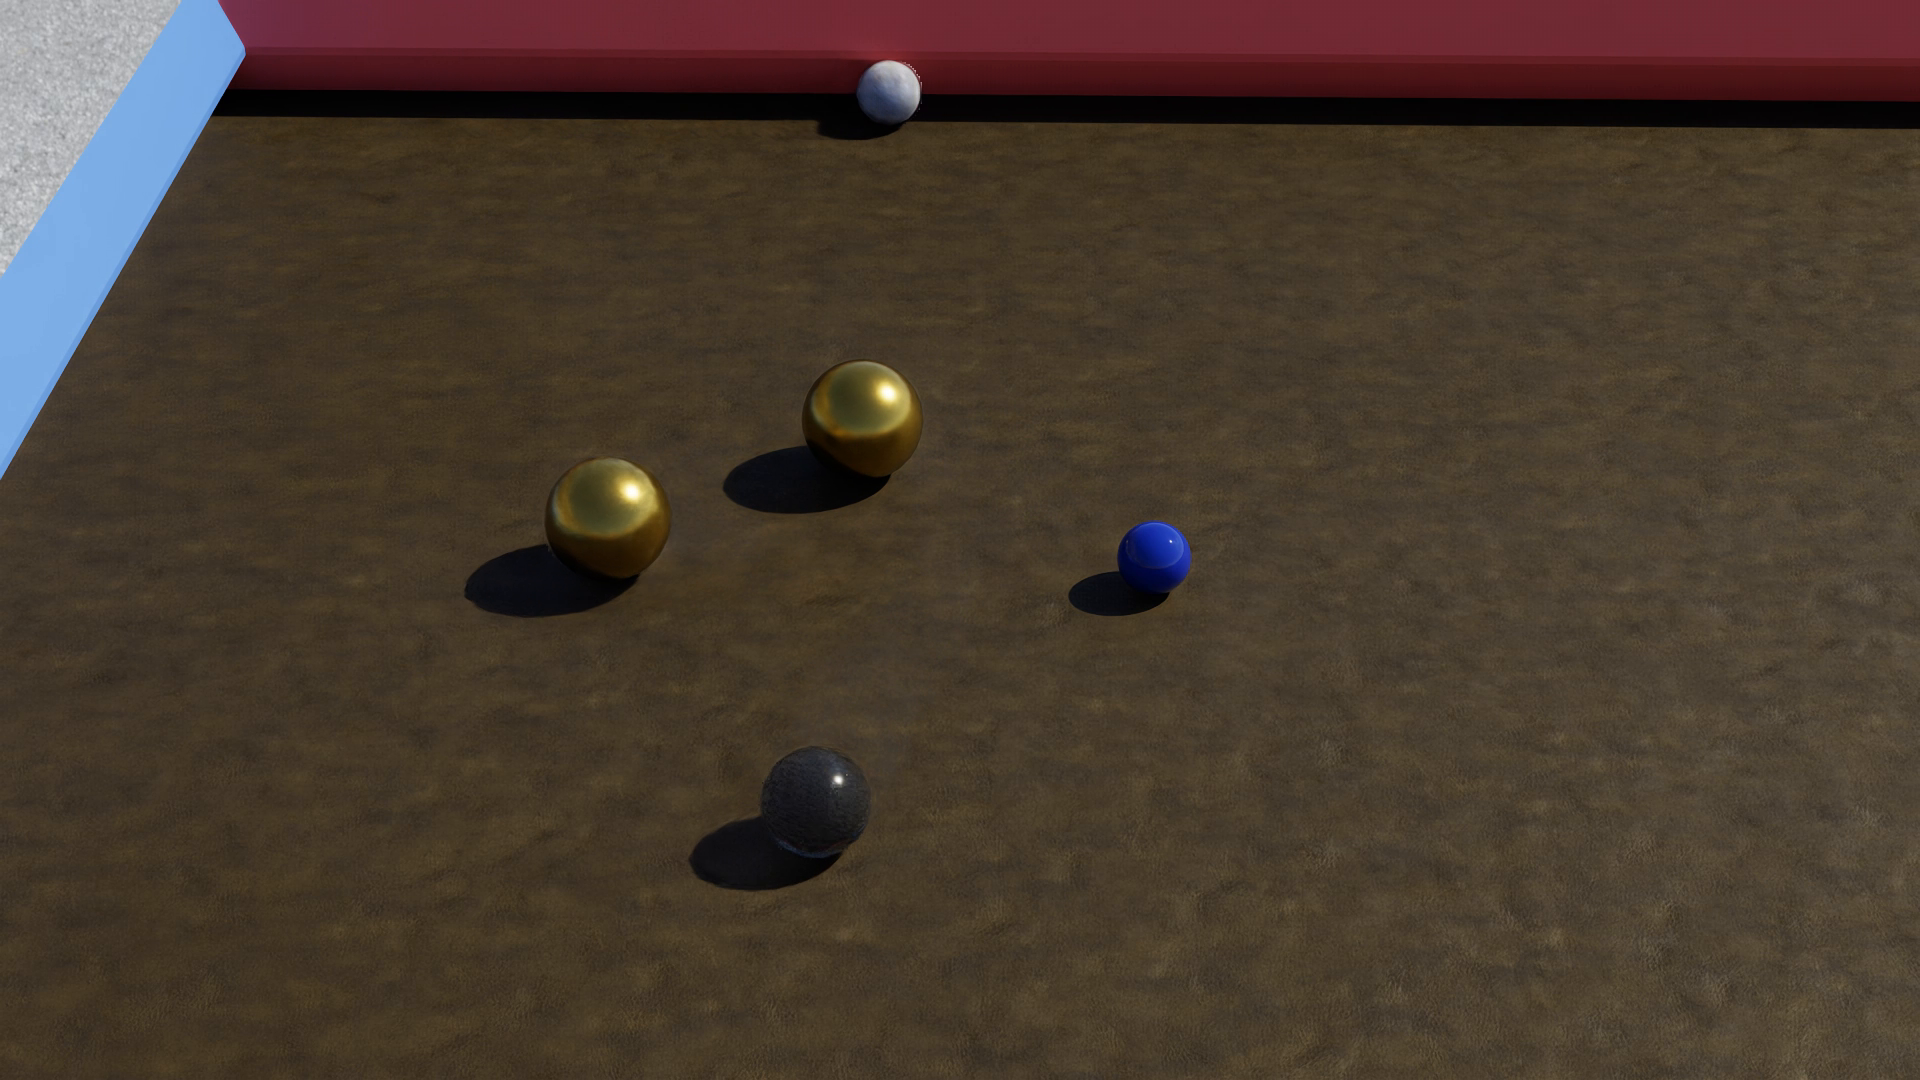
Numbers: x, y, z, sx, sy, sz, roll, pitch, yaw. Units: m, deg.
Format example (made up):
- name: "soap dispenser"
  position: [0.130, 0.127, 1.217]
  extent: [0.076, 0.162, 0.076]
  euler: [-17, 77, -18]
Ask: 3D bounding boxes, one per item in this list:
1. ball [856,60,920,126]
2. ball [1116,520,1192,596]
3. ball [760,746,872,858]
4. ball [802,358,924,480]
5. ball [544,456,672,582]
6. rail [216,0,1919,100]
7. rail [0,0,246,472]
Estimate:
- name: "ball"
  position: [-0.067, -0.421, 2.415]
  extent: [0.060, 0.060, 0.060]
  euler: [0, 35, 0]
- name: "ball"
  position: [0.137, 0.013, 1.808]
  extent: [0.053, 0.053, 0.053]
  euler: [0, 35, 0]
- name: "ball"
  position: [-0.089, 0.162, 1.583]
  extent: [0.069, 0.069, 0.069]
  euler: [0, 35, 0]
- name: "ball"
  position: [-0.073, -0.090, 1.919]
  extent: [0.091, 0.091, 0.091]
  euler: [0, 35, 0]
- name: "ball"
  position: [-0.249, -0.015, 1.815]
  extent: [0.089, 0.089, 0.089]
  euler: [0, 35, 0]
- name: "rail"
  position: [0.746, -0.461, 2.419]
  extent: [2.932, 0.118, 0.045]
  euler: [1, 35, 1]
- name: "rail"
  position: [-0.709, -0.025, 1.802]
  extent: [0.045, 0.118, 1.606]
  euler: [1, 35, 1]
